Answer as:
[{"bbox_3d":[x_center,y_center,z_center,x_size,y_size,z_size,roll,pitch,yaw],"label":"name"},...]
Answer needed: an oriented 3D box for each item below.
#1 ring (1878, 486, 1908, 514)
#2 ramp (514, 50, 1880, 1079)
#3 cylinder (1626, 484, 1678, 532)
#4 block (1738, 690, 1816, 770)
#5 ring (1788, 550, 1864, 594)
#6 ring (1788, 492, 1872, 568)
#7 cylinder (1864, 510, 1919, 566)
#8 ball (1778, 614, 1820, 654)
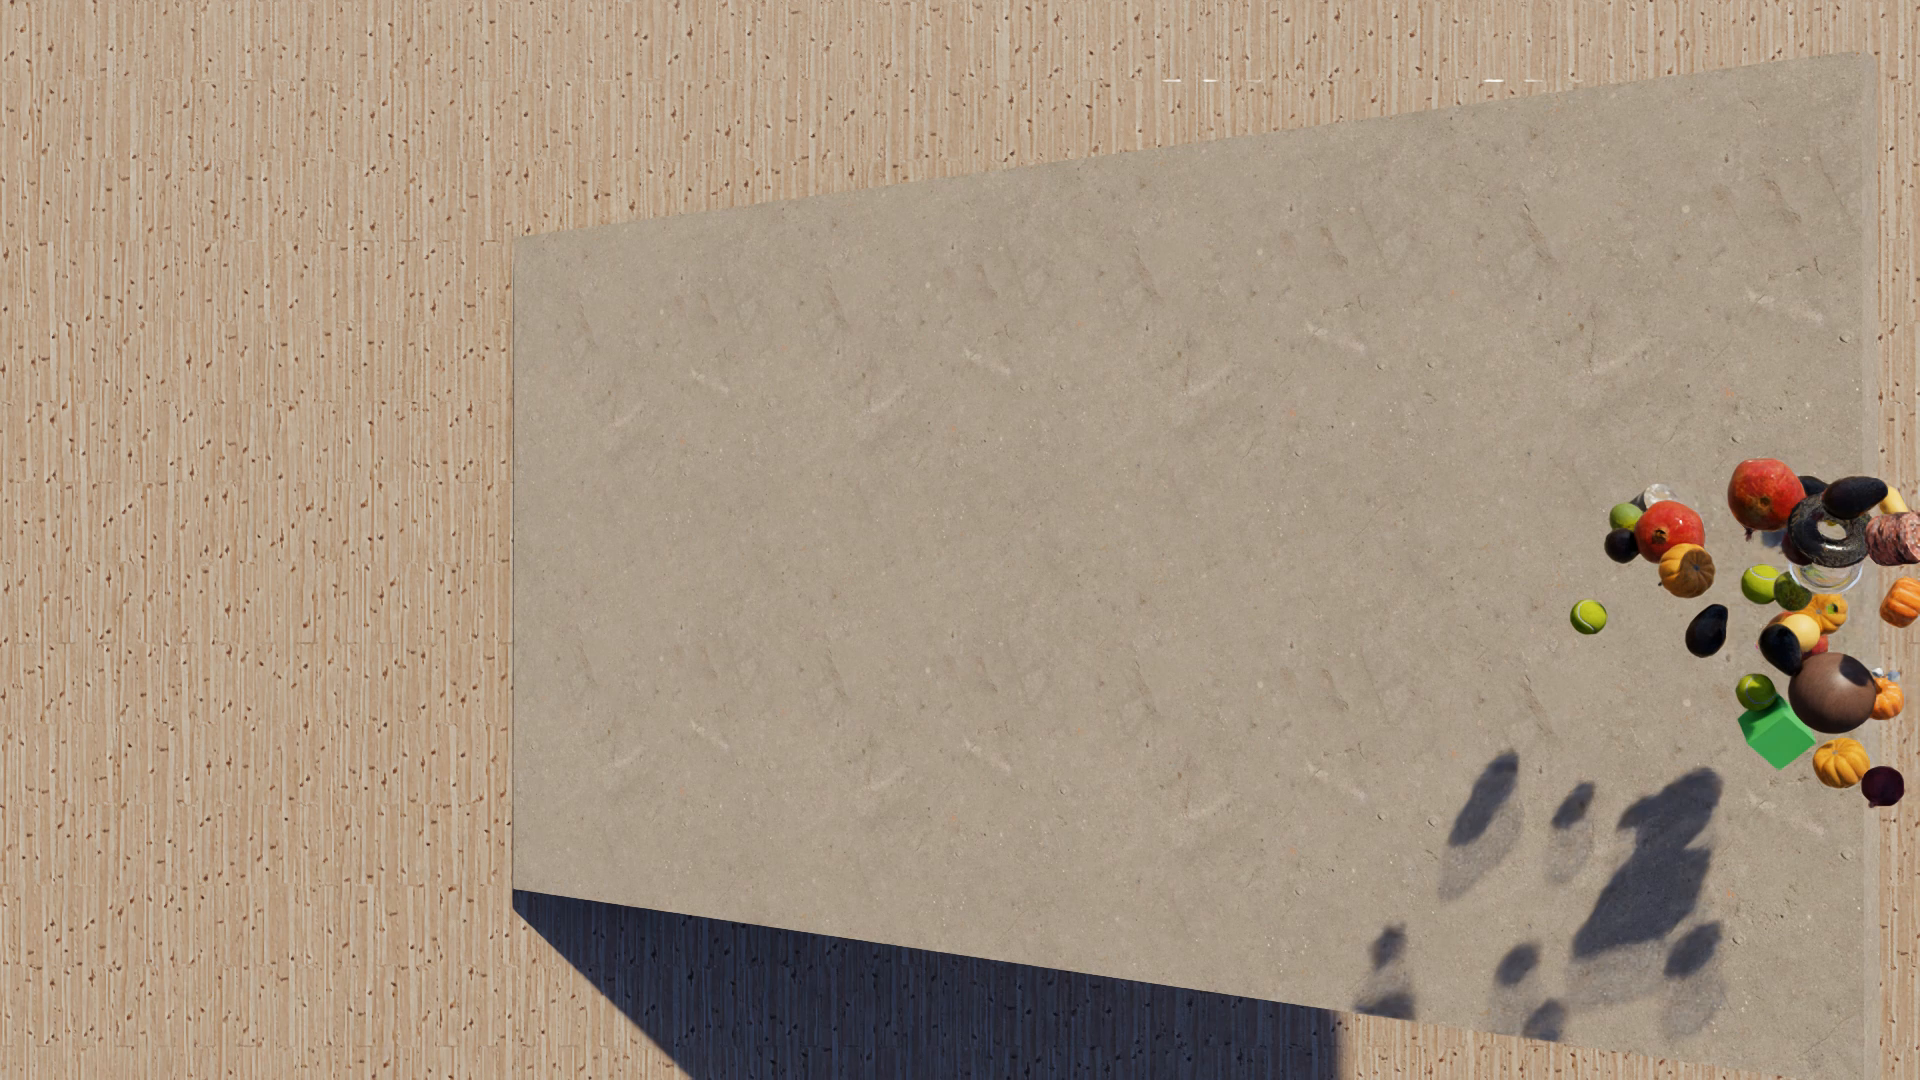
[{"bbox_3d":[1.499,-0.041,3.522,0.032,0.096,0.096,-24,90,17],"label":"ring"},{"bbox_3d":[0.215,0.062,5.531,4.000,0.100,2.000,0,90,39],"label":"ramp"},{"bbox_3d":[1.292,-0.059,4.104,0.070,0.070,0.070,5,67,-11],"label":"cylinder"},{"bbox_3d":[1.519,0.354,4.092,0.087,0.087,0.087,38,116,-14],"label":"block"},{"bbox_3d":[1.350,0.040,3.429,0.108,0.036,0.108,-9,46,10],"label":"ring"},{"bbox_3d":[1.301,-0.015,3.282,0.127,0.042,0.127,-2,57,3],"label":"ring"},{"bbox_3d":[1.261,-0.002,2.935,0.070,0.070,0.070,2,84,-22],"label":"cylinder"},{"bbox_3d":[1.484,0.166,3.890,0.070,0.070,0.070,0,90,0],"label":"ball"}]
